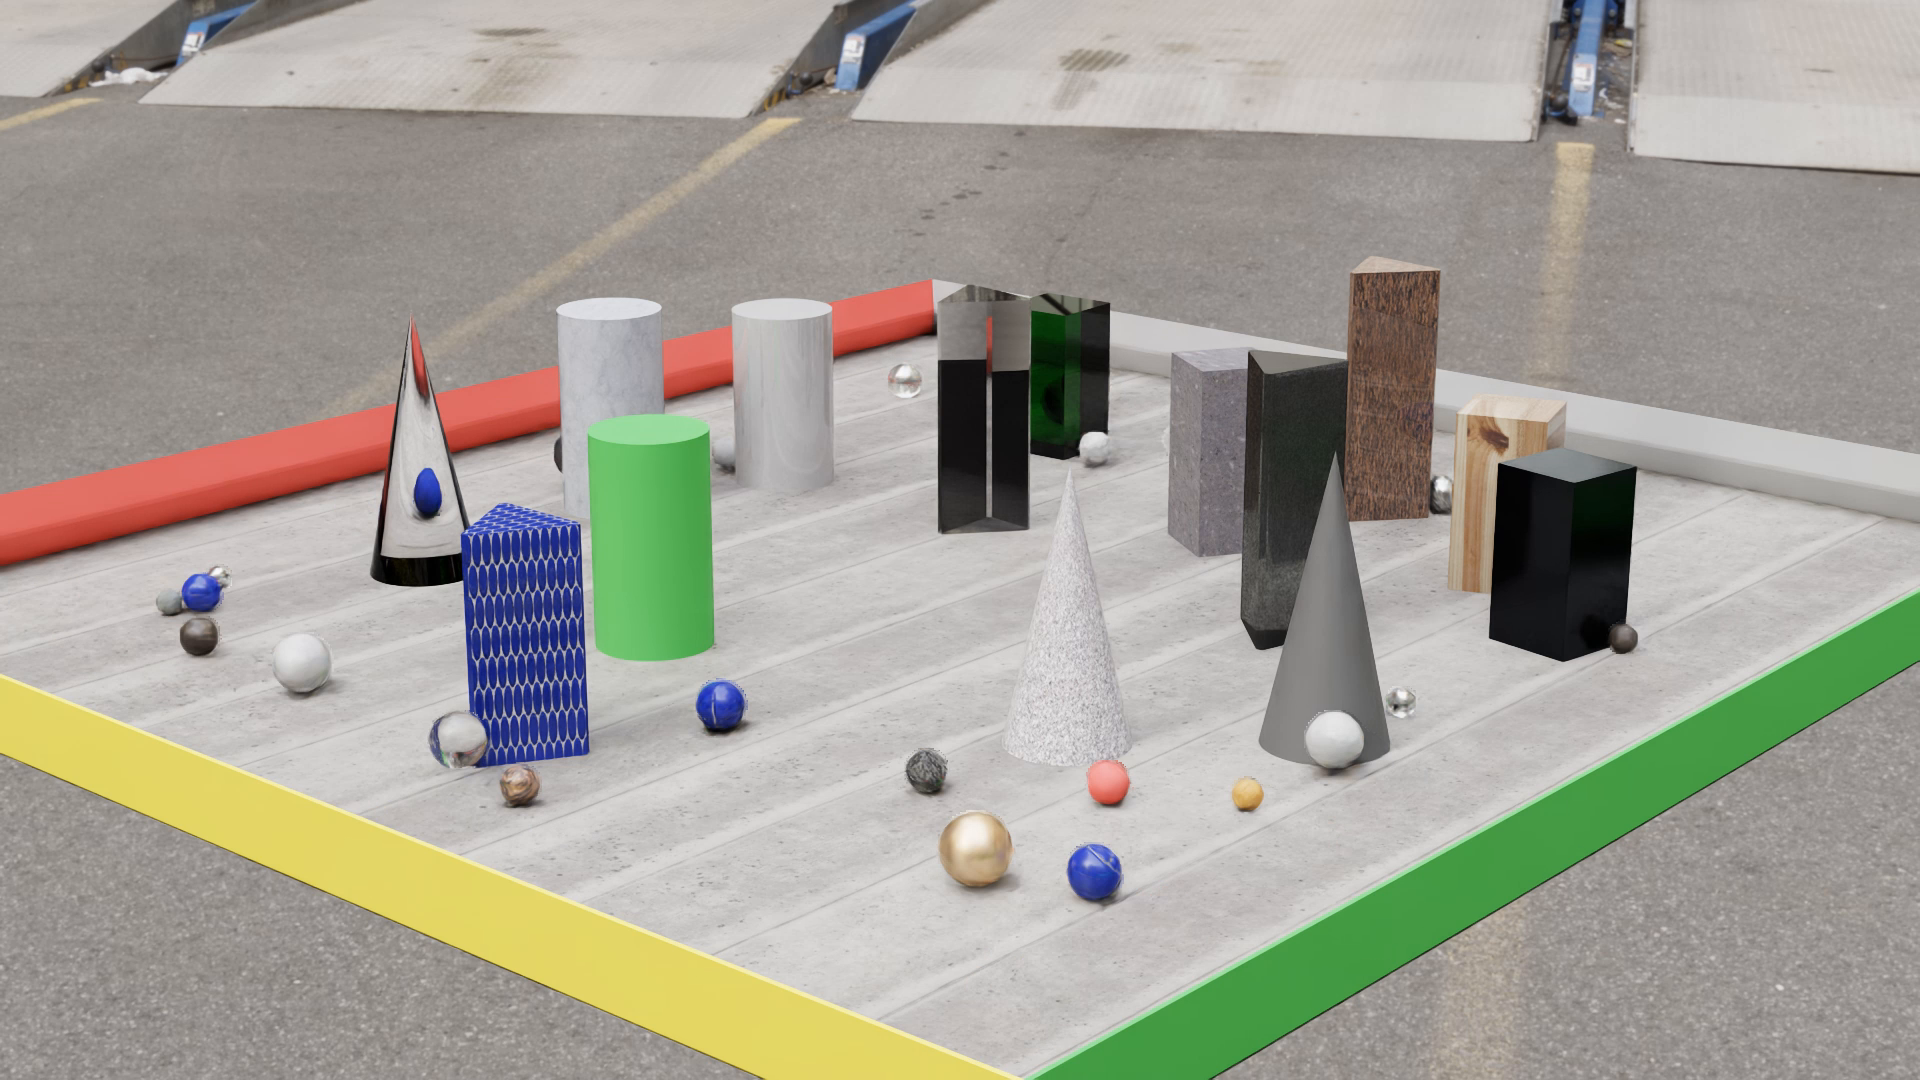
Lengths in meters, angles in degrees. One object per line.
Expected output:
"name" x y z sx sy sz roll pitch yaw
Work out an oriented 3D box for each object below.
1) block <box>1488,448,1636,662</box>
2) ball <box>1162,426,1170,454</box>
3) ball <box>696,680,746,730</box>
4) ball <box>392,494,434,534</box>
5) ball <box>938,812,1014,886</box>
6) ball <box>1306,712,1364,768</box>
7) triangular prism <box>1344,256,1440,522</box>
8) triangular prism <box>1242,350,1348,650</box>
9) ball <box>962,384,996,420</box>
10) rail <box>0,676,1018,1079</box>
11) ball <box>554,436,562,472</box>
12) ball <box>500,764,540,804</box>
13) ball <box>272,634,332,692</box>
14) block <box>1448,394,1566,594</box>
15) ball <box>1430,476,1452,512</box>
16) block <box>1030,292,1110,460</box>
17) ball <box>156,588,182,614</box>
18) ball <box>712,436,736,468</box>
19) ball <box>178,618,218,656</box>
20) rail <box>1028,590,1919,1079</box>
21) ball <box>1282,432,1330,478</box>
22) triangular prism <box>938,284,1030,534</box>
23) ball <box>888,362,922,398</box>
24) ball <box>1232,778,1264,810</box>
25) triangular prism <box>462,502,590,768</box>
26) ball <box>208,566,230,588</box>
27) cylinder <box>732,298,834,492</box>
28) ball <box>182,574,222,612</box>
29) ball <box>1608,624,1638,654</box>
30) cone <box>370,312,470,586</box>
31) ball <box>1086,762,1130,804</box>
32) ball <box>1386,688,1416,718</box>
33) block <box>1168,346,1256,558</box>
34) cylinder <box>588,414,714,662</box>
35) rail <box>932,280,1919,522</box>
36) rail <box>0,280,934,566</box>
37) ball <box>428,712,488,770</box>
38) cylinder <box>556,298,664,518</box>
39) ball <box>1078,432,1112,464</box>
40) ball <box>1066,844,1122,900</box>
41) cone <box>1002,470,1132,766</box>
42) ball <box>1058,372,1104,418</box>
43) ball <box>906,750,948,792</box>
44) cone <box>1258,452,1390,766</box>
"block" 0.996 0.022 4.854 0.159 0.304 0.159 -13 21 -38
"ball" 0.452 -0.206 6.010 0.074 0.074 0.074 0 17 0
"ball" -0.366 0.253 4.483 0.075 0.075 0.075 0 17 0
"ball" -1.024 -0.049 5.483 0.077 0.077 0.077 0 17 0
"ball" 0.021 0.413 3.912 0.099 0.099 0.099 0 17 0
"ball" 0.549 0.293 4.296 0.084 0.084 0.084 0 17 0
"triangular prism" 0.798 -0.290 5.585 0.172 0.480 0.149 -3 17 -9
"triangular prism" 0.524 -0.074 4.888 0.172 0.469 0.149 -11 20 -32
"ball" 0.040 -0.297 6.315 0.074 0.074 0.074 0 17 0
"rail" -0.990 0.361 4.028 2.841 0.129 0.045 14 22 39
"ball" -0.751 -0.170 5.769 0.098 0.098 0.098 0 17 0
"ball" -0.629 0.350 4.194 0.057 0.057 0.057 0 17 0
"ball" -1.043 0.195 4.647 0.093 0.093 0.093 0 17 0
"block" 0.963 -0.079 5.162 0.159 0.319 0.159 7 18 22
"ball" 0.922 -0.088 5.616 0.070 0.070 0.070 0 17 0
"block" 0.198 -0.339 6.058 0.159 0.302 0.159 13 21 36
"ball" -1.355 0.106 5.026 0.044 0.044 0.044 0 17 0
"ball" -0.468 -0.178 5.905 0.064 0.064 0.064 0 17 0
"ball" -1.251 0.158 4.818 0.064 0.064 0.064 0 17 0
"rail" 1.055 0.296 4.243 0.045 0.129 3.066 14 22 39
"ball" 0.690 -0.169 5.853 0.094 0.094 0.094 0 17 0
"triangular prism" 0.033 -0.248 5.512 0.172 0.442 0.149 -3 17 -10
"ball" -0.122 -0.353 6.491 0.078 0.078 0.078 0 17 0
"ball" 0.409 0.363 4.172 0.045 0.045 0.045 0 17 0
"triangular prism" -0.661 0.136 4.381 0.172 0.359 0.149 -6 18 -18
"ball" -1.305 0.067 5.161 0.041 0.041 0.041 0 17 0
"cylinder" -0.350 -0.288 5.812 0.199 0.346 0.199 0 17 0
"ball" -1.304 0.090 5.038 0.067 0.067 0.067 0 17 0
"ball" 1.093 0.162 4.831 0.048 0.048 0.048 0 17 0
"cone" -0.961 -0.175 5.205 0.199 0.479 0.199 0 17 0
"ball" 0.212 0.348 4.194 0.061 0.061 0.061 0 17 0
"ball" 0.683 0.251 4.540 0.046 0.046 0.046 0 17 0
"block" 0.488 -0.163 5.393 0.159 0.348 0.159 -5 17 -16
"cylinder" -0.508 -0.005 4.837 0.199 0.366 0.199 0 17 0
"rail" 0.990 -0.296 6.211 2.841 0.129 0.045 14 22 39
"rail" -1.055 -0.232 5.997 0.045 0.129 3.066 14 22 39
"ball" -0.734 0.293 4.283 0.085 0.085 0.085 0 17 0
"cylinder" -0.666 -0.253 5.618 0.199 0.389 0.199 0 17 0
"ball" 0.275 -0.188 5.959 0.068 0.068 0.068 0 17 0
"ball" 0.177 0.438 3.871 0.074 0.074 0.074 0 17 0
"cone" 0.162 0.099 4.375 0.199 0.433 0.199 0 17 0
"ball" 0.261 -0.312 6.324 0.097 0.097 0.097 0 17 0
"ball" -0.049 0.334 4.240 0.060 0.060 0.060 0 17 0
"cone" 0.552 0.087 4.371 0.199 0.458 0.199 0 17 0
